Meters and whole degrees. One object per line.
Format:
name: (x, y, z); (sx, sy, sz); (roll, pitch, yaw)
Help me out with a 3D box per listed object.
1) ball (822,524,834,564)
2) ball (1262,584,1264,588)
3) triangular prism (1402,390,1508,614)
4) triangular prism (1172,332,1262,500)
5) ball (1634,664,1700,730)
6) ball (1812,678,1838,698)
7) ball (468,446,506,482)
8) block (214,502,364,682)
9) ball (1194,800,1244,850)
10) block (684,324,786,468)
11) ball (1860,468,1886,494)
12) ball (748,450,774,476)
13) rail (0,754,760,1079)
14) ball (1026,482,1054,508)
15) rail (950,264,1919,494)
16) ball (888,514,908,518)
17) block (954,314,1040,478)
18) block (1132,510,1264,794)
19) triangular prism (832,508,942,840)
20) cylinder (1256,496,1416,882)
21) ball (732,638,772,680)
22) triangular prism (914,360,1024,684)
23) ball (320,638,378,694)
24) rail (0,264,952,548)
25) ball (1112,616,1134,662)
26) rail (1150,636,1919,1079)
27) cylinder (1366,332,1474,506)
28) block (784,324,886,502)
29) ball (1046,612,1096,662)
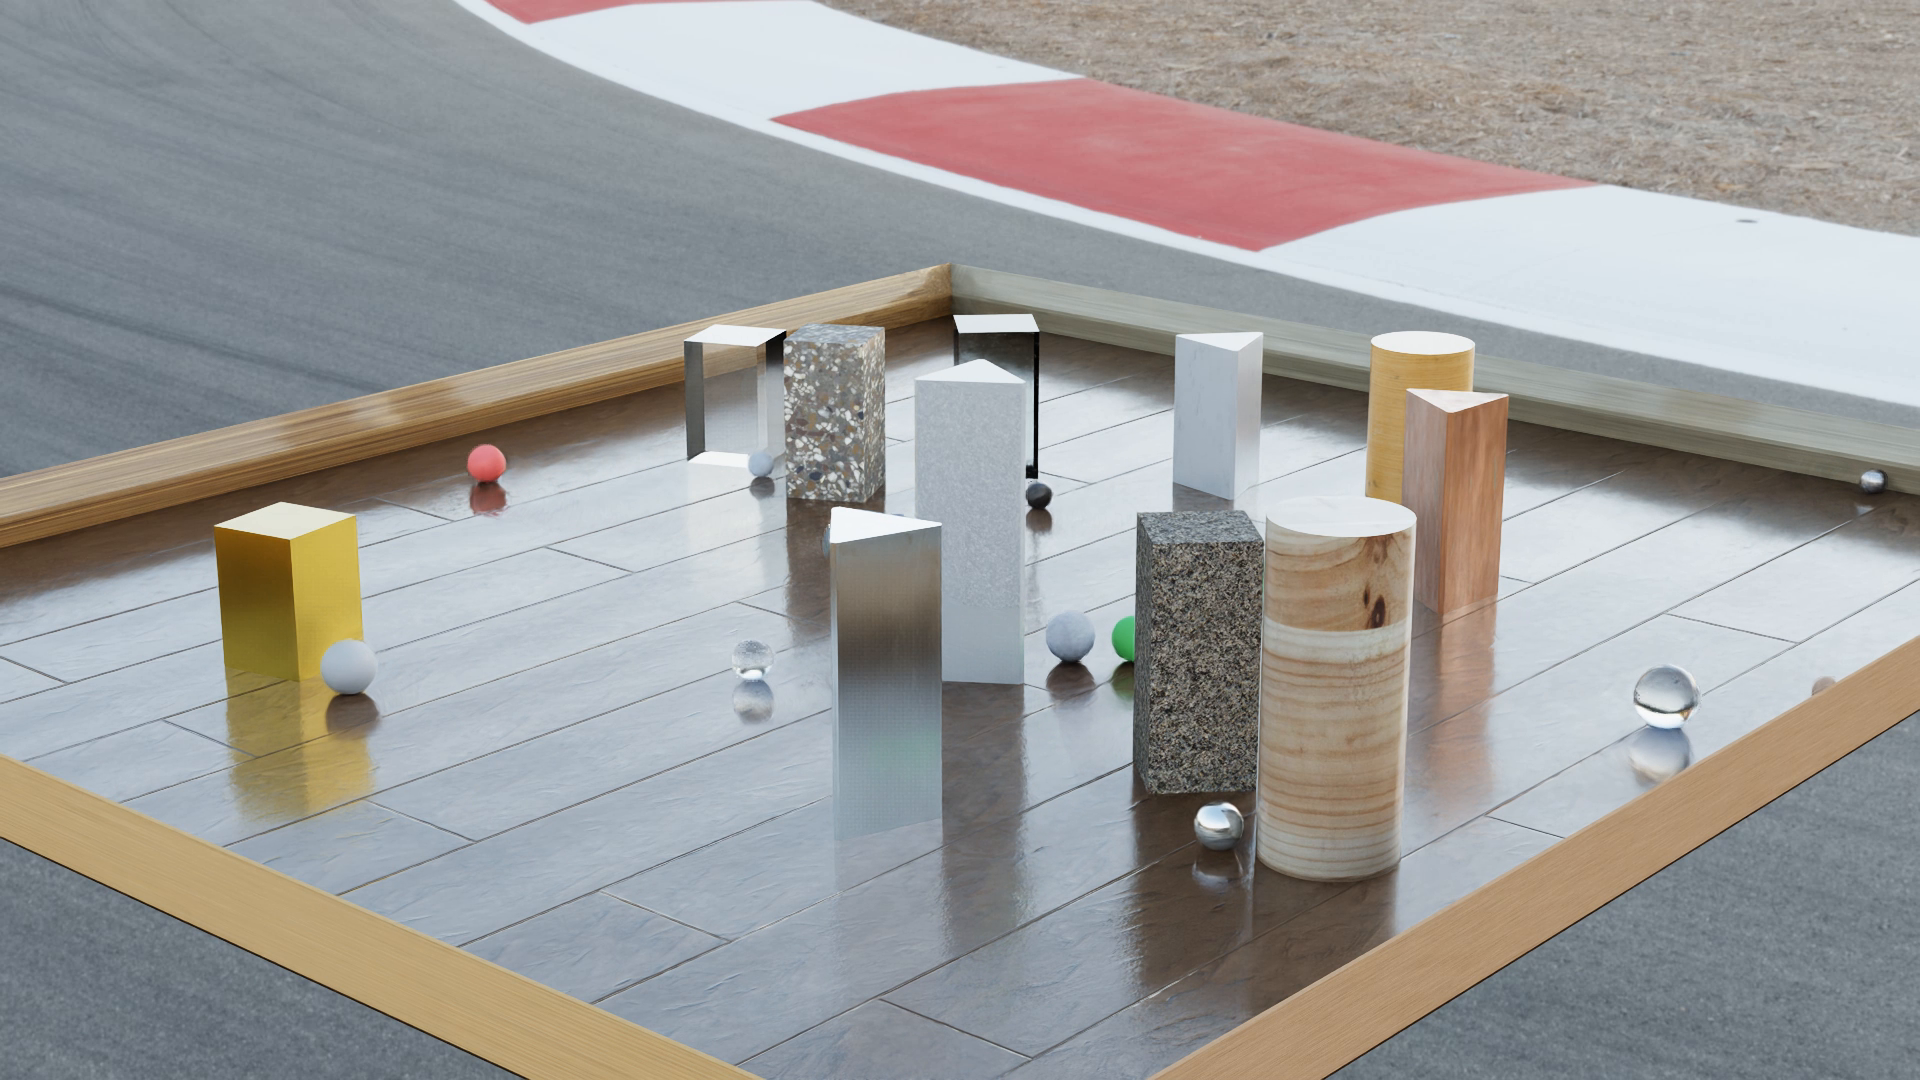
ball: (-0.203, 0.008, 5.273); (0.090, 0.090, 0.090); (0, 17, 0)
ball: (0.558, 0.061, 5.119); (0.076, 0.076, 0.076); (0, 17, 0)
triangular prism: (0.830, -0.076, 5.088); (0.149, 0.357, 0.172); (16, 23, 42)
triangular prism: (0.536, -0.253, 5.779); (0.149, 0.297, 0.172); (-13, 21, -36)
ball: (1.082, 0.240, 4.487); (0.099, 0.099, 0.099); (0, 17, 0)
ball: (1.356, 0.238, 4.584); (0.046, 0.046, 0.046); (0, 17, 0)
ball: (-0.941, -0.151, 5.827); (0.075, 0.075, 0.075); (0, 17, 0)
block: (-1.088, 0.083, 4.765); (0.159, 0.239, 0.159); (9, 19, 28)
ball: (0.356, 0.392, 4.033); (0.069, 0.069, 0.069); (0, 17, 0)
block: (-0.456, -0.295, 5.992); (0.159, 0.254, 0.159); (6, 18, 18)
ball: (1.789, -0.115, 5.751); (0.049, 0.049, 0.049); (0, 17, 0)
ball: (-0.398, -0.153, 5.870); (0.053, 0.053, 0.053); (0, 17, 0)
rail: (-1.107, 0.400, 3.899); (3.037, 0.129, 0.045); (14, 22, 39)
ball: (0.153, -0.086, 5.649); (0.053, 0.053, 0.053); (0, 17, 0)
rail: (1.107, -0.335, 6.340); (3.037, 0.129, 0.045); (14, 22, 39)
ball: (-0.117, -0.016, 5.389); (0.067, 0.067, 0.067); (0, 17, 0)
block: (0.072, -0.288, 5.887); (0.159, 0.301, 0.159); (-1, 17, -4)
block: (0.344, 0.161, 4.263); (0.159, 0.378, 0.159); (-1, 17, -5)
triangular prism: (-0.136, 0.179, 4.111); (0.172, 0.432, 0.149); (-10, 19, -30)
cylinder: (0.505, 0.199, 3.955); (0.198, 0.484, 0.198); (0, 17, 0)
ball: (-0.333, 0.191, 4.703); (0.066, 0.066, 0.066); (0, 17, 0)
triangular prism: (0.025, -0.032, 4.702); (0.172, 0.495, 0.149); (2, 17, 7)
ball: (-0.966, 0.199, 4.639); (0.088, 0.088, 0.088); (0, 17, 0)
rail: (-1.129, -0.250, 6.058); (0.045, 0.129, 3.424); (14, 22, 39)
ball: (0.285, 0.161, 4.789); (0.075, 0.075, 0.075); (0, 17, 0)
rail: (1.129, 0.315, 4.181); (0.045, 0.129, 3.424); (14, 22, 39)
cylinder: (0.893, -0.234, 5.700); (0.198, 0.306, 0.198); (0, 17, 0)
block: (-0.244, -0.251, 5.742); (0.159, 0.314, 0.159); (4, 17, 13)
ball: (0.180, 0.158, 4.790); (0.081, 0.081, 0.081); (0, 17, 0)
